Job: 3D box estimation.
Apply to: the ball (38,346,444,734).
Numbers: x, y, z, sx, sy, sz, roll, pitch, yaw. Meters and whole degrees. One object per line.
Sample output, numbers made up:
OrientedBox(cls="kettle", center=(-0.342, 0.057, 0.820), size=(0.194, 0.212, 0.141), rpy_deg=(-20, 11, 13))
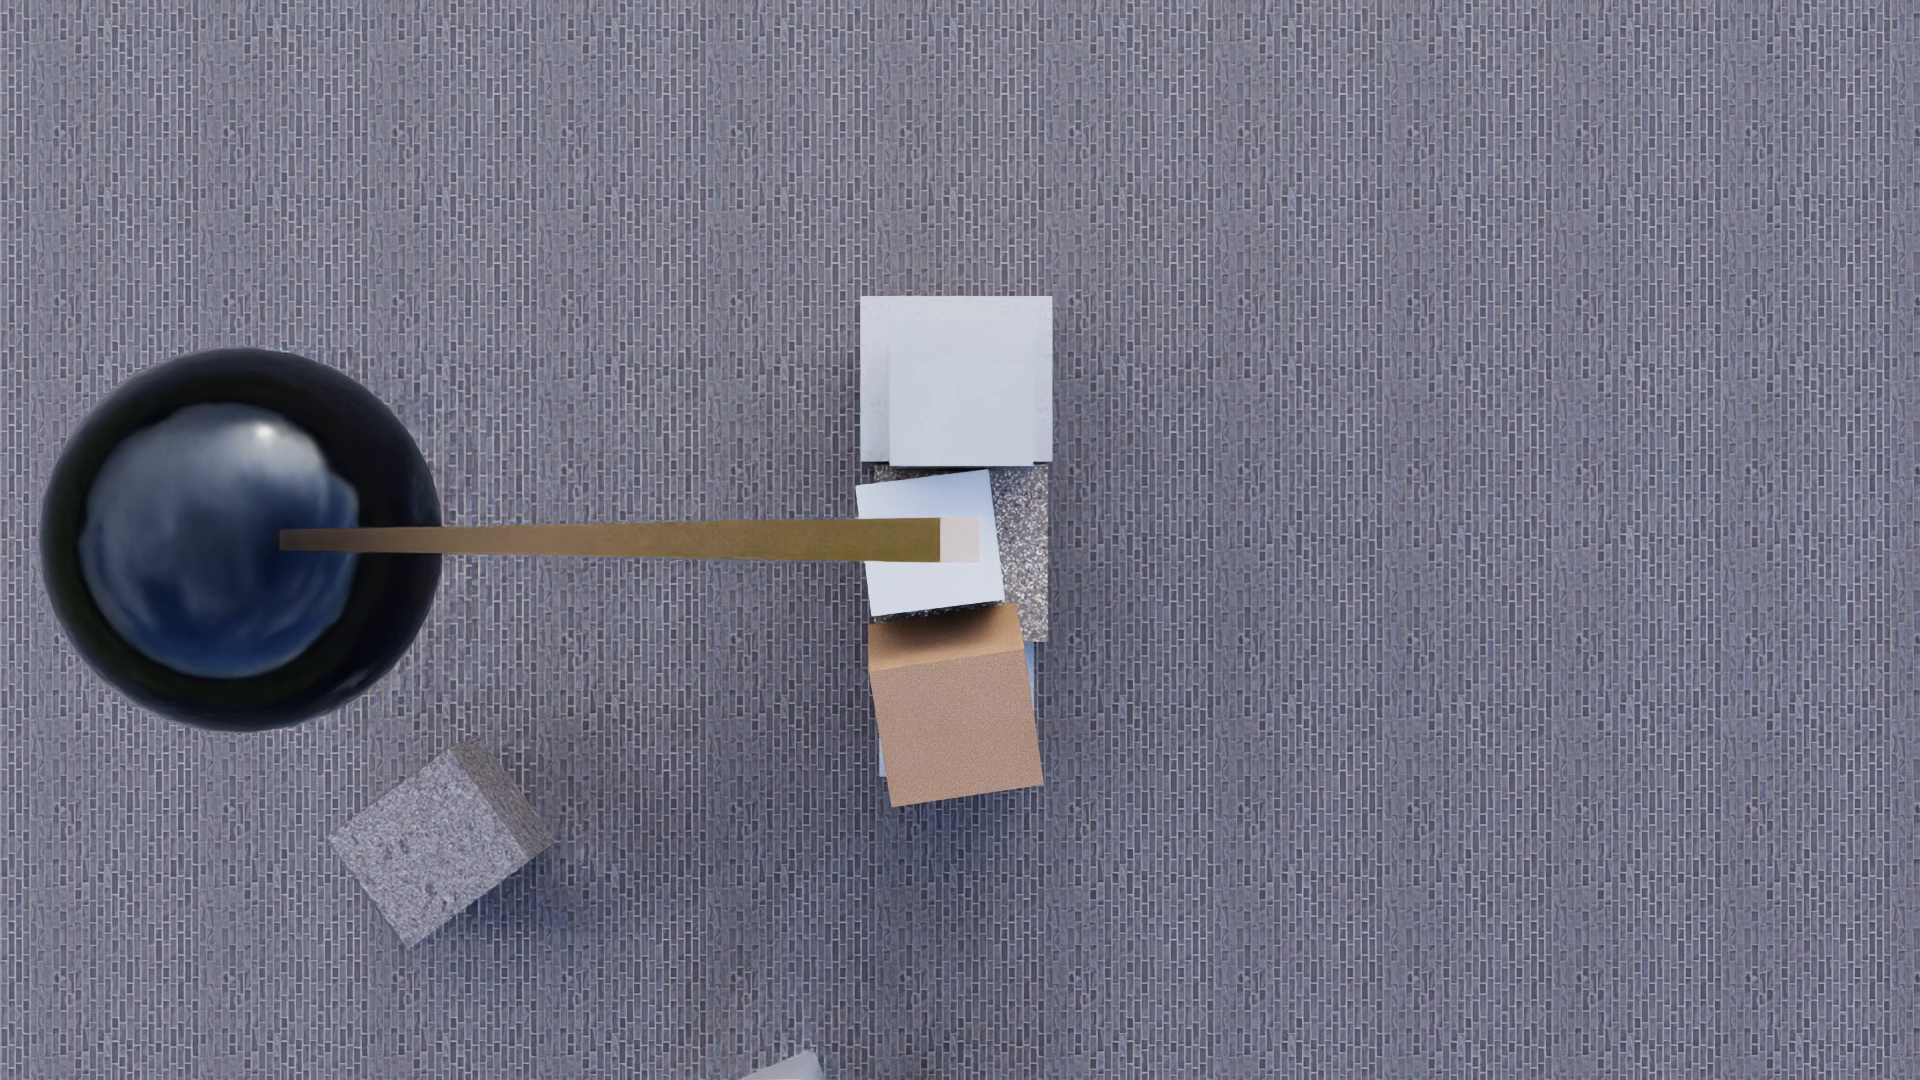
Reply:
OrientedBox(cls="ball", center=(-2.960, 0.000, 9.122), size=(1.600, 1.600, 1.600), rpy_deg=(0, 90, 0))

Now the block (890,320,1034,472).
OrientedBox(cls="block", center=(0.008, -0.740, 11.491), size=(0.723, 0.857, 0.734), rpy_deg=(0, 90, 0))

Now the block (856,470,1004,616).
OrientedBox(cls="block", center=(-0.155, 0.014, 11.744), size=(0.696, 0.718, 0.681), rpy_deg=(-7, 90, 0))

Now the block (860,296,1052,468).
OrientedBox(cls="block", center=(-0.020, -0.874, 12.460), size=(1.040, 1.081, 0.895), rpy_deg=(0, 90, 0))

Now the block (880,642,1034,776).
OrientedBox(cls="block", center=(-0.019, 0.946, 12.642), size=(0.864, 0.716, 0.751), rpy_deg=(0, 90, 0))

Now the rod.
OrientedBox(cls="rod", center=(-1.283, 0.000, 6.164), size=(0.080, 5.200, 0.080), rpy_deg=(0, 90, -30))

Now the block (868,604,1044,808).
OrientedBox(cls="block", center=(-0.030, 0.880, 11.838), size=(0.816, 0.673, 0.784), rpy_deg=(-9, 109, 0))

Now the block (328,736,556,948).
OrientedBox(cls="block", center=(-2.950, 1.716, 12.605), size=(0.838, 0.790, 0.768), rpy_deg=(-36, 90, 0))

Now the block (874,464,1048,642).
OrientedBox(cls="block", center=(0.004, 0.072, 12.552), size=(0.957, 0.897, 0.977), rpy_deg=(0, 90, 0))

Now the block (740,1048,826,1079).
OrientedBox(cls="block", center=(-1.130, 3.604, 12.581), size=(0.945, 0.838, 0.906), rpy_deg=(-23, 90, 0))
